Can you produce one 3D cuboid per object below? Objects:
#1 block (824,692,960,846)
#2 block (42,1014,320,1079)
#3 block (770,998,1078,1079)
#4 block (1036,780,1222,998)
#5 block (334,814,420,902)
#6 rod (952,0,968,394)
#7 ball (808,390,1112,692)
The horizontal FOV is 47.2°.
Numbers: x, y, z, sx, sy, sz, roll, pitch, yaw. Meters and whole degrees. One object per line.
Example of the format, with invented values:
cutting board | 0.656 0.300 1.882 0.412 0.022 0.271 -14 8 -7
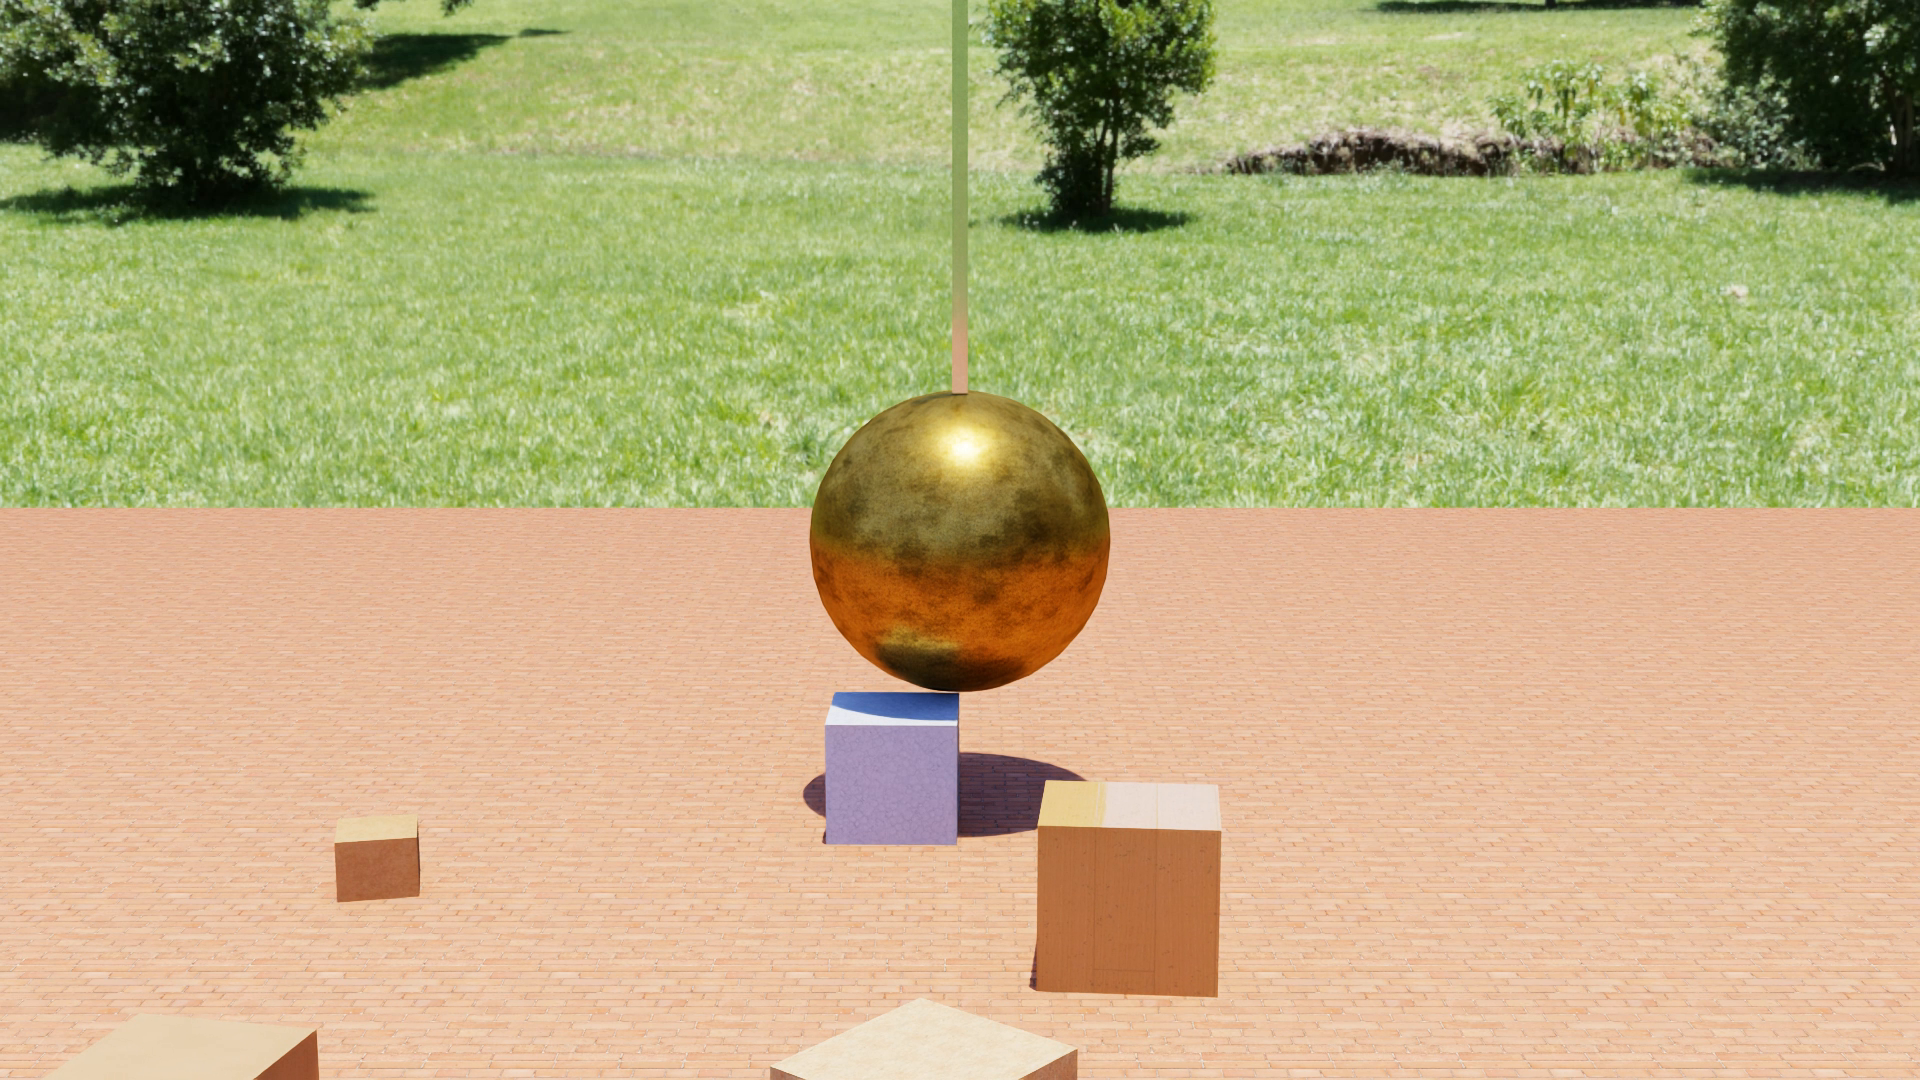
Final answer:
block | -0.339 1.172 11.370 0.660 0.625 0.668 0 10 1
block | -2.530 1.964 7.112 0.653 0.591 0.674 2 11 12
block | -0.108 1.950 6.920 0.652 0.687 0.716 8 13 39
block | 0.724 1.479 9.410 0.753 0.722 0.649 1 10 5
block | -2.765 1.509 10.454 0.372 0.291 0.375 -2 11 -13
rod | 0.000 -3.282 10.787 0.080 5.200 0.080 0 15 0
ball | 0.000 0.006 11.652 1.600 1.600 1.600 0 10 0
